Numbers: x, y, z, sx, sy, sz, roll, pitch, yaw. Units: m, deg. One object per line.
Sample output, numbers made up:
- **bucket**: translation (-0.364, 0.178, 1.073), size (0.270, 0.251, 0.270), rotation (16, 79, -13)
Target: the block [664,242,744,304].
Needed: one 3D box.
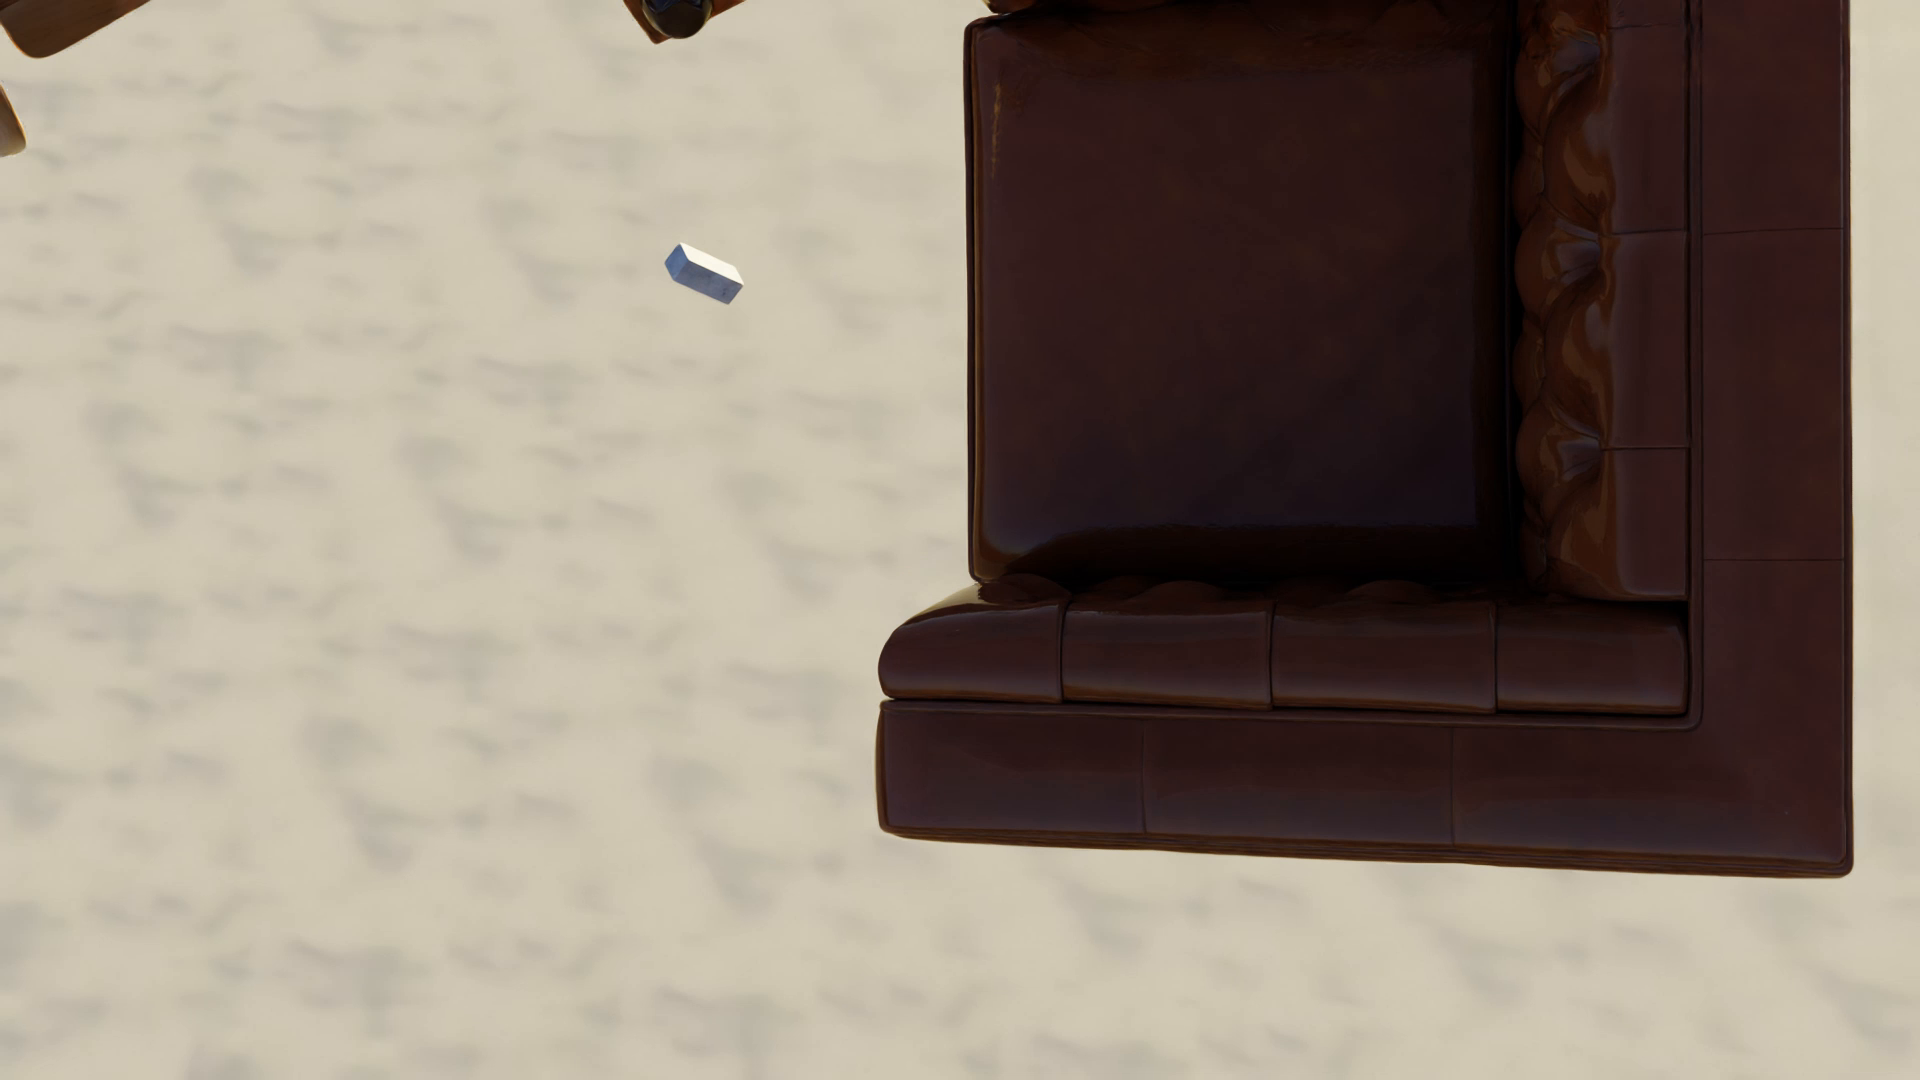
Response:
- **block**: translation (-0.406, -0.423, 3.490), size (0.044, 0.113, 0.049), rotation (-49, 46, 21)

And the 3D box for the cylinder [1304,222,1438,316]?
- **cylinder**: translation (0.791, -0.524, 4.245), size (0.180, 0.122, 0.186), rotation (-30, 24, -32)
